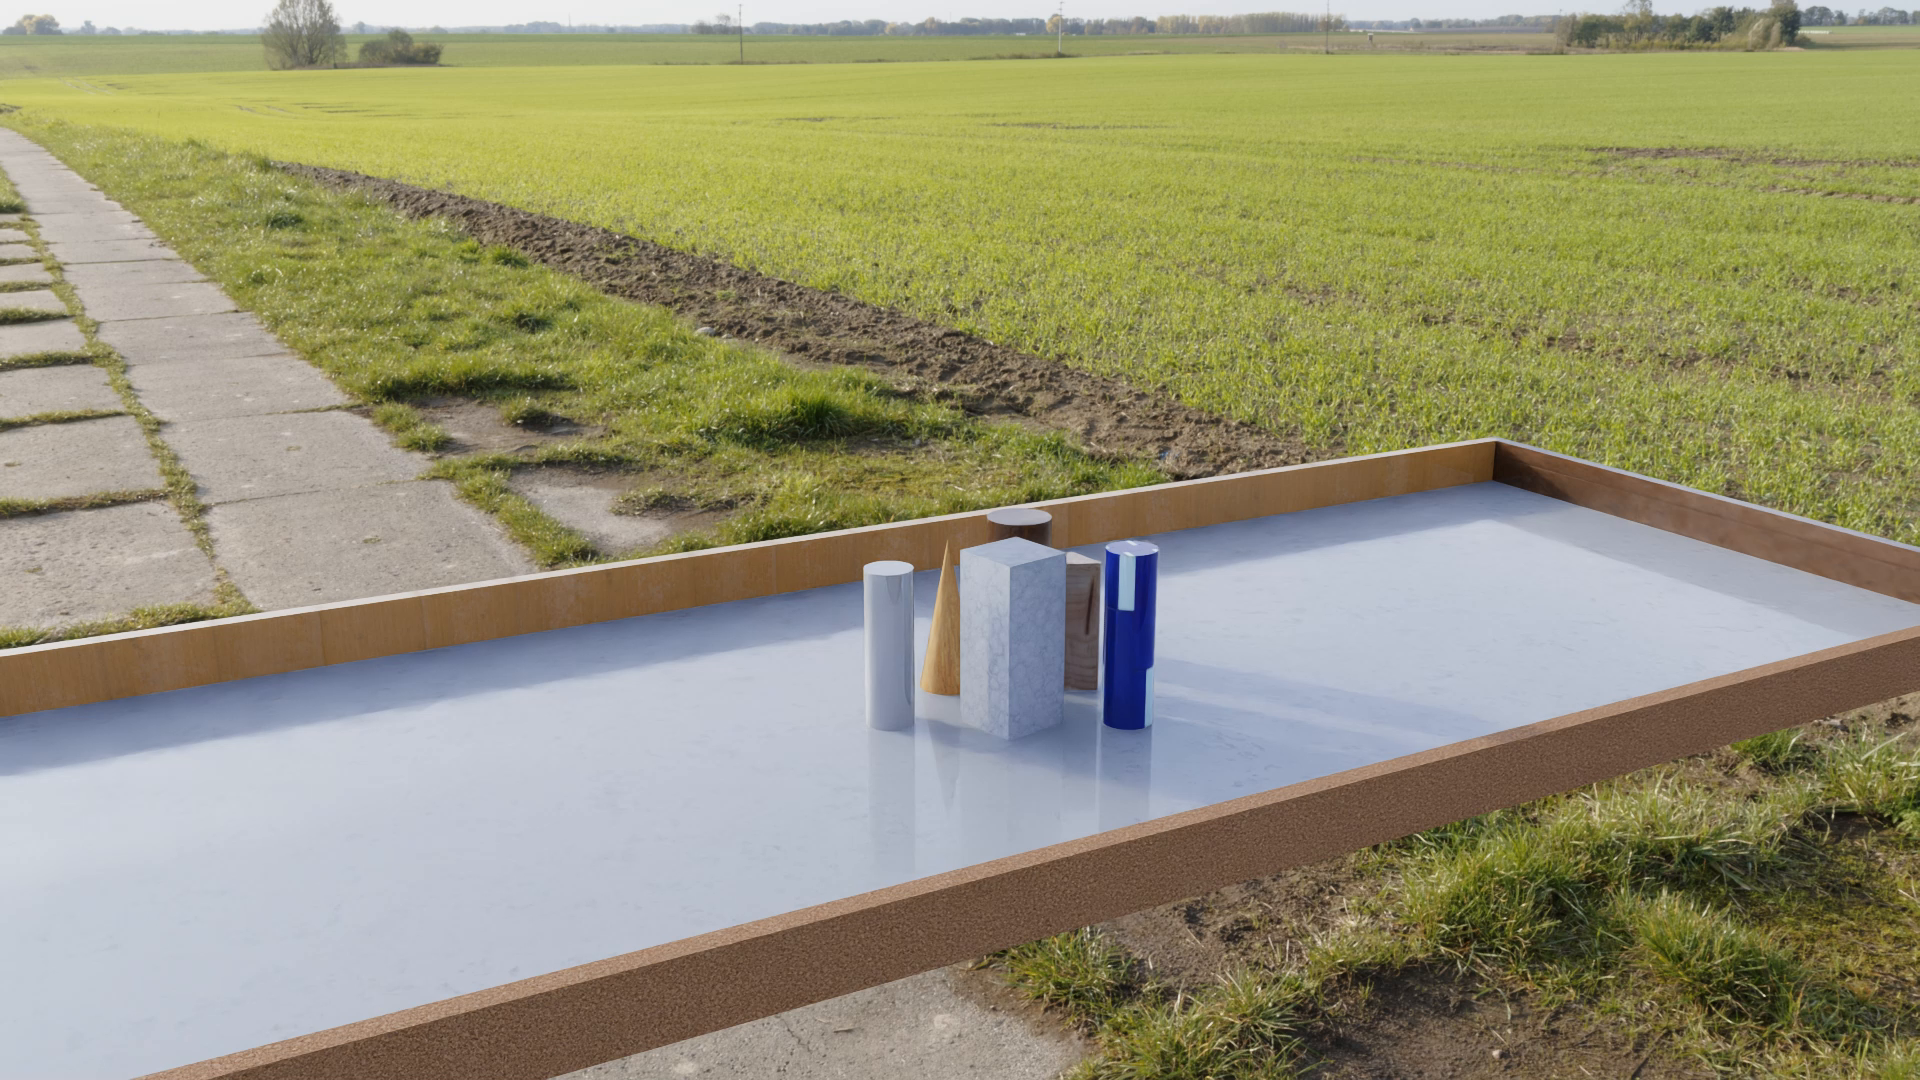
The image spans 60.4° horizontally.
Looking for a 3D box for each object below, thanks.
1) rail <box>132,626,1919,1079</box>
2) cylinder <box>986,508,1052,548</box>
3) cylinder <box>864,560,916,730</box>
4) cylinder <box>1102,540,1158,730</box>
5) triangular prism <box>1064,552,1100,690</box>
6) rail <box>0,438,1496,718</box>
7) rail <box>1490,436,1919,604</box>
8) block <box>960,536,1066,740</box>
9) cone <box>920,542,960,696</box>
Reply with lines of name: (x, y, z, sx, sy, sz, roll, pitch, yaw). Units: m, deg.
rail: (-2.336, 1.006, 1.665, 12.000, 0.150, 0.050, -9, 18, -27)
cylinder: (0.156, 0.106, 4.375, 0.171, 0.349, 0.171, 0, 16, 0)
cylinder: (-0.164, 0.246, 3.843, 0.116, 0.380, 0.116, 0, 16, 0)
cylinder: (0.395, 0.223, 3.845, 0.121, 0.425, 0.121, 0, 16, 0)
triangular prism: (0.280, 0.200, 4.090, 0.115, 0.329, 0.100, -1, 16, -5)
rail: (-3.305, 0.497, 3.399, 12.000, 0.150, 0.050, -9, 18, -27)
rail: (2.466, -0.048, 5.253, 0.050, 0.150, 2.100, -9, 18, -27)
block: (0.122, 0.227, 3.842, 0.173, 0.418, 0.173, -13, 21, -38)
cone: (-0.029, 0.177, 4.070, 0.142, 0.384, 0.142, 0, 16, 0)
